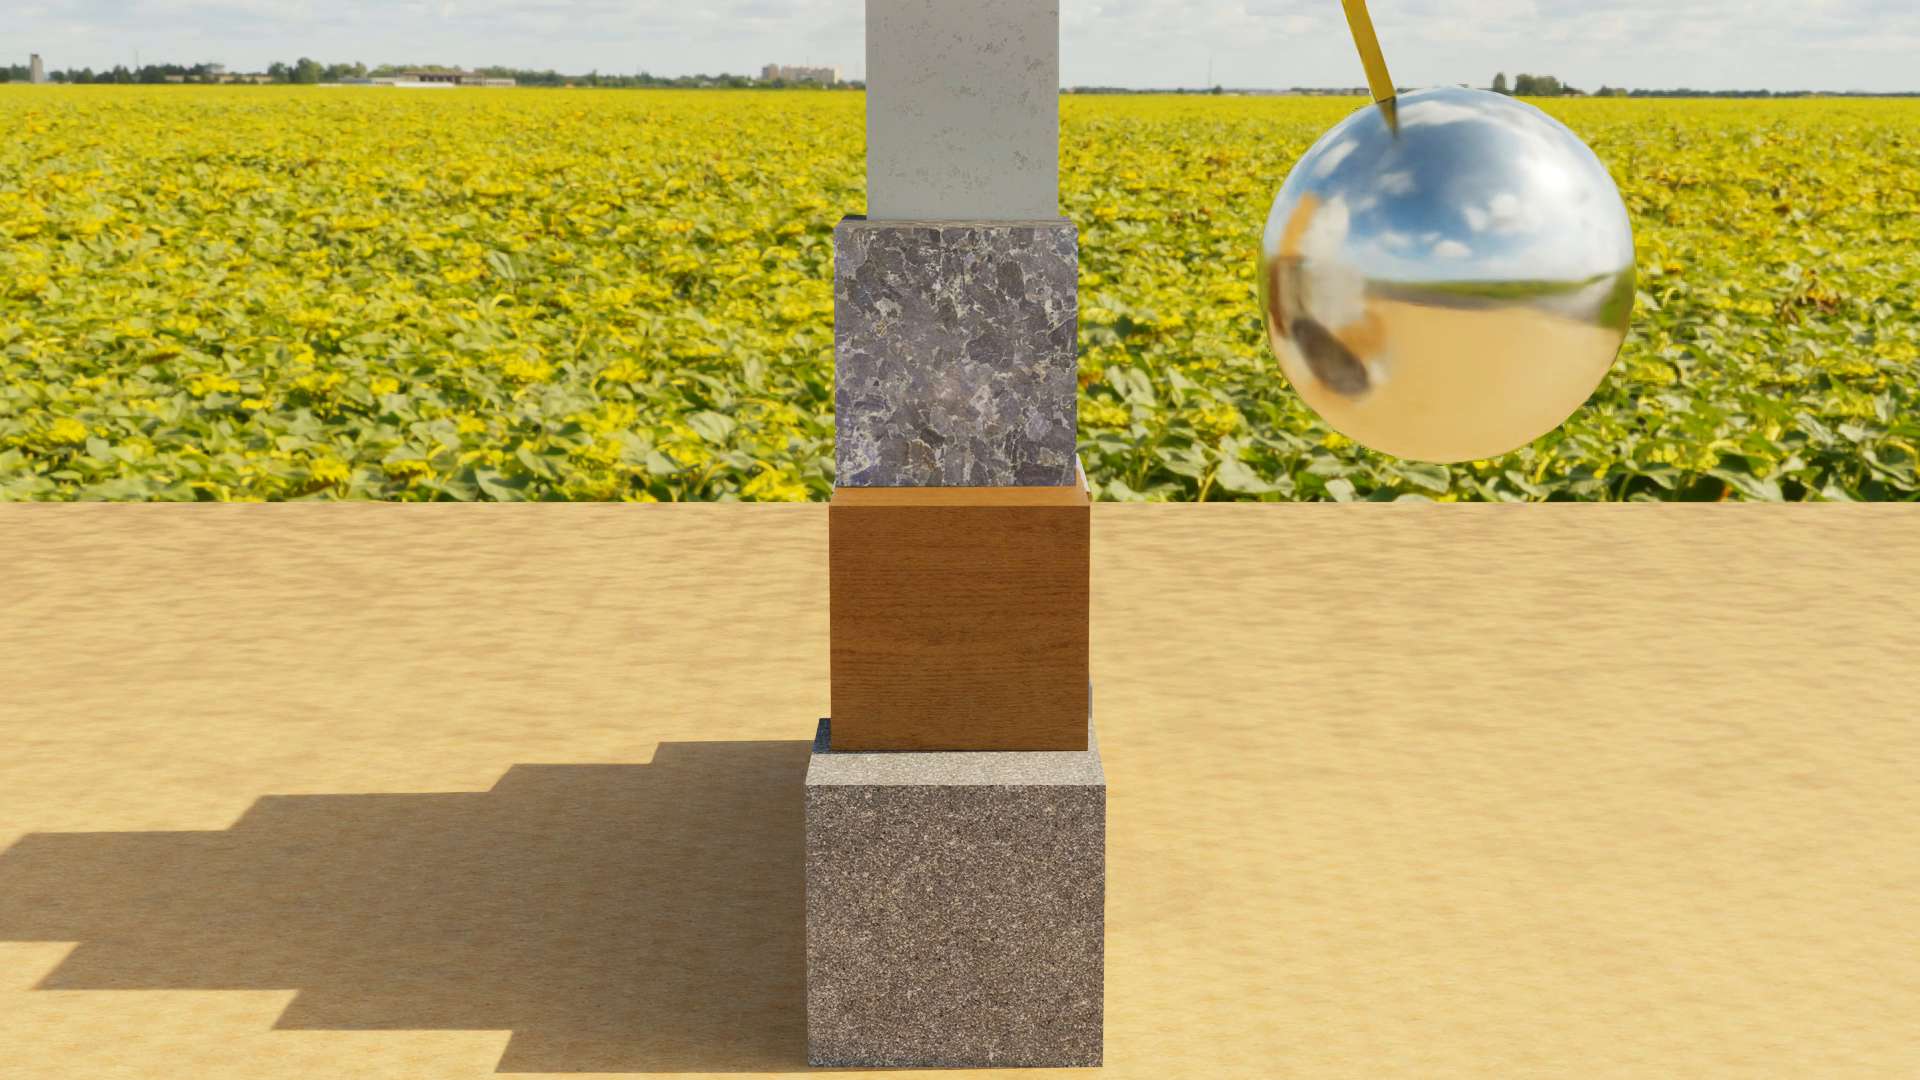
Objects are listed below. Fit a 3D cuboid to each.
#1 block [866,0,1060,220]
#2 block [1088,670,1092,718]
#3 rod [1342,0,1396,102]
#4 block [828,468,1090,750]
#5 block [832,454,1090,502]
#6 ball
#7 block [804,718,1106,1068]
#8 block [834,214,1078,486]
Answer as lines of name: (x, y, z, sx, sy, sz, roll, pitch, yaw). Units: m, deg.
block: (0.010, -1.764, 10.509, 0.759, 0.860, 0.826, 0, 10, 0)
block: (0.011, 1.009, 11.307, 1.089, 0.969, 0.936, 0, 10, 0)
rod: (0.899, -4.266, 10.405, 0.080, 5.200, 0.080, -20, 10, 4)
block: (-0.002, 0.243, 9.837, 0.947, 0.912, 0.950, 0, 10, 0)
block: (0.004, 0.150, 10.838, 1.033, 0.890, 1.040, 0, 10, 0)
ball: (2.074, -1.127, 10.975, 1.600, 1.600, 1.600, 0, 10, 0)
block: (-0.016, 1.288, 9.560, 1.056, 1.045, 0.953, 0, 10, 0)
block: (-0.015, -0.773, 10.173, 0.915, 0.976, 1.027, 0, 10, 0)
